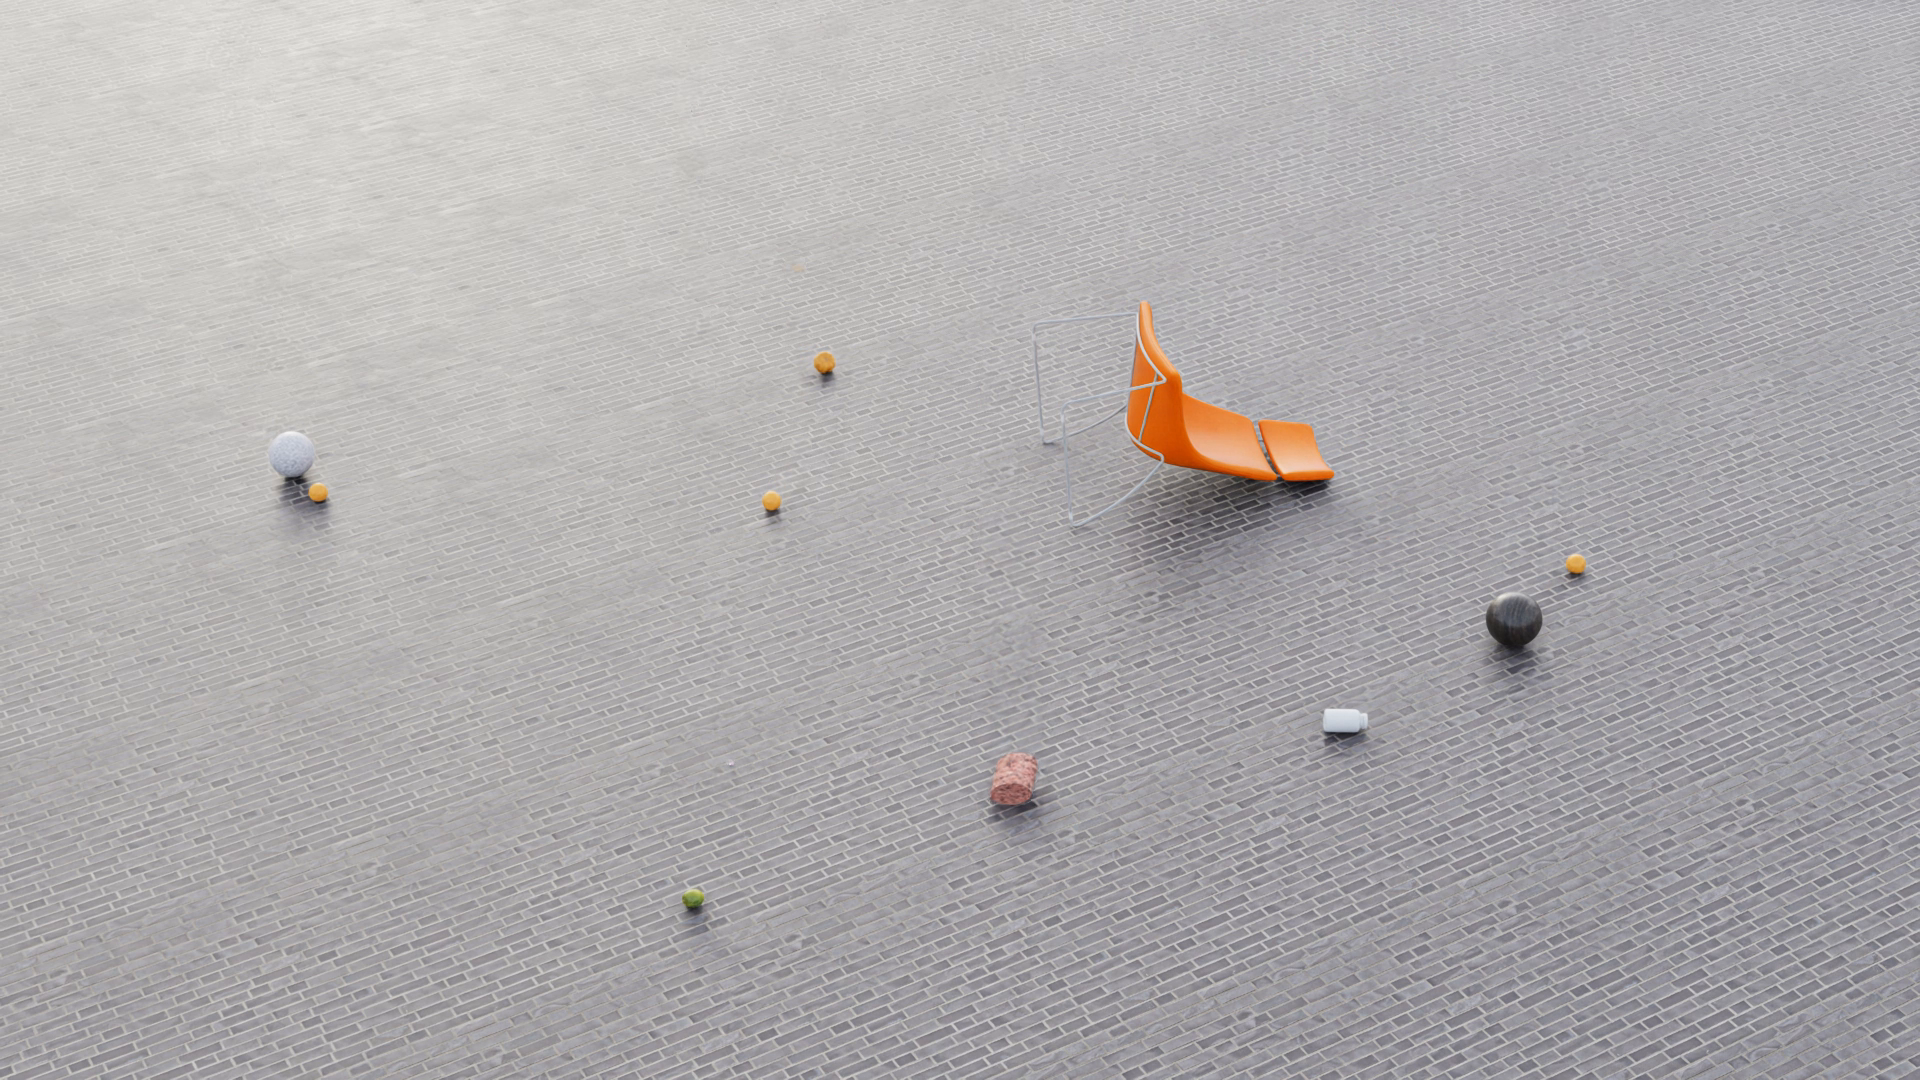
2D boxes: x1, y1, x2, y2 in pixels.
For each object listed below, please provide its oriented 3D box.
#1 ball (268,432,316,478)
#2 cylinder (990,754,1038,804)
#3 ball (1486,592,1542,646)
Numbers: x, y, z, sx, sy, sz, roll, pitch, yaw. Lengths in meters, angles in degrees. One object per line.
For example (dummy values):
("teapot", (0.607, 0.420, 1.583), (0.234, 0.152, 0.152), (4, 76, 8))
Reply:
("ball", (-2.572, -0.330, 11.284), (0.177, 0.177, 0.177), (0, 33, 0))
("cylinder", (0.179, 0.788, 9.665), (0.138, 0.088, 0.163), (-8, 31, 15))
("ball", (1.954, 0.279, 10.342), (0.197, 0.197, 0.197), (0, 33, 0))
